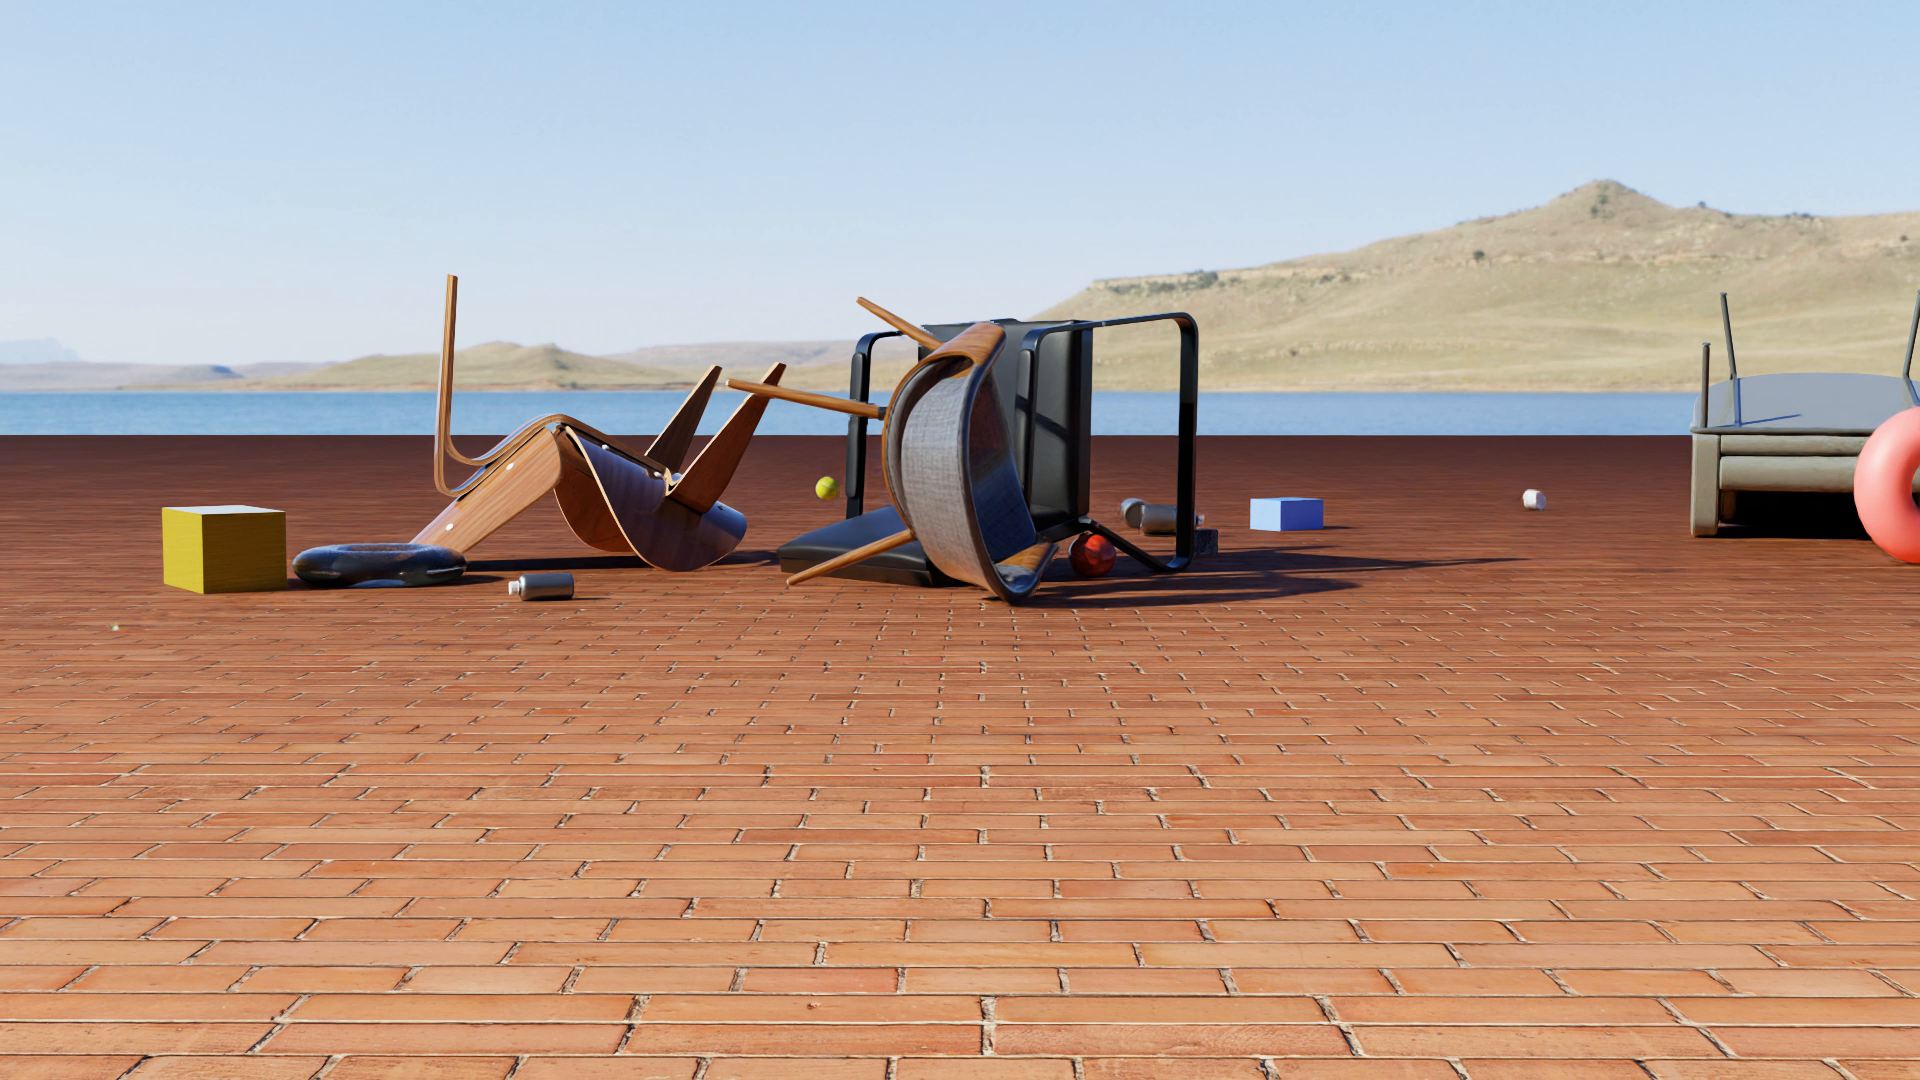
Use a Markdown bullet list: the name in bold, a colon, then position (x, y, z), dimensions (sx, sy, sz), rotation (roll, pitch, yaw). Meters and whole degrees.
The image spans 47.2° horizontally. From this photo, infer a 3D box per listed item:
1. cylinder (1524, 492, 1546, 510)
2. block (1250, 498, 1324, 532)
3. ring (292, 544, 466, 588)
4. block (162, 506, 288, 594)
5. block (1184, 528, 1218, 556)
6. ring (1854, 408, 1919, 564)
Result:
- **cylinder**: position (2.137, -0.147, 8.180), dimensions (0.051, 0.061, 0.080), rotation (4, -33, 46)
- **block**: position (1.049, -0.083, 7.056), dimensions (0.181, 0.096, 0.143), rotation (-3, 5, -33)
- **ring**: position (-1.347, 0.058, 5.114), dimensions (0.402, 0.082, 0.358), rotation (-3, 5, -40)
- **block**: position (-1.673, 0.018, 4.998), dimensions (0.184, 0.175, 0.319), rotation (-3, 5, -34)
- **block**: position (0.656, 0.005, 5.985), dimensions (0.082, 0.067, 0.049), rotation (-3, 5, -39)
- **ring**: position (2.478, -0.138, 5.615), dimensions (0.399, 0.413, 0.142), rotation (-25, 9, -6)
